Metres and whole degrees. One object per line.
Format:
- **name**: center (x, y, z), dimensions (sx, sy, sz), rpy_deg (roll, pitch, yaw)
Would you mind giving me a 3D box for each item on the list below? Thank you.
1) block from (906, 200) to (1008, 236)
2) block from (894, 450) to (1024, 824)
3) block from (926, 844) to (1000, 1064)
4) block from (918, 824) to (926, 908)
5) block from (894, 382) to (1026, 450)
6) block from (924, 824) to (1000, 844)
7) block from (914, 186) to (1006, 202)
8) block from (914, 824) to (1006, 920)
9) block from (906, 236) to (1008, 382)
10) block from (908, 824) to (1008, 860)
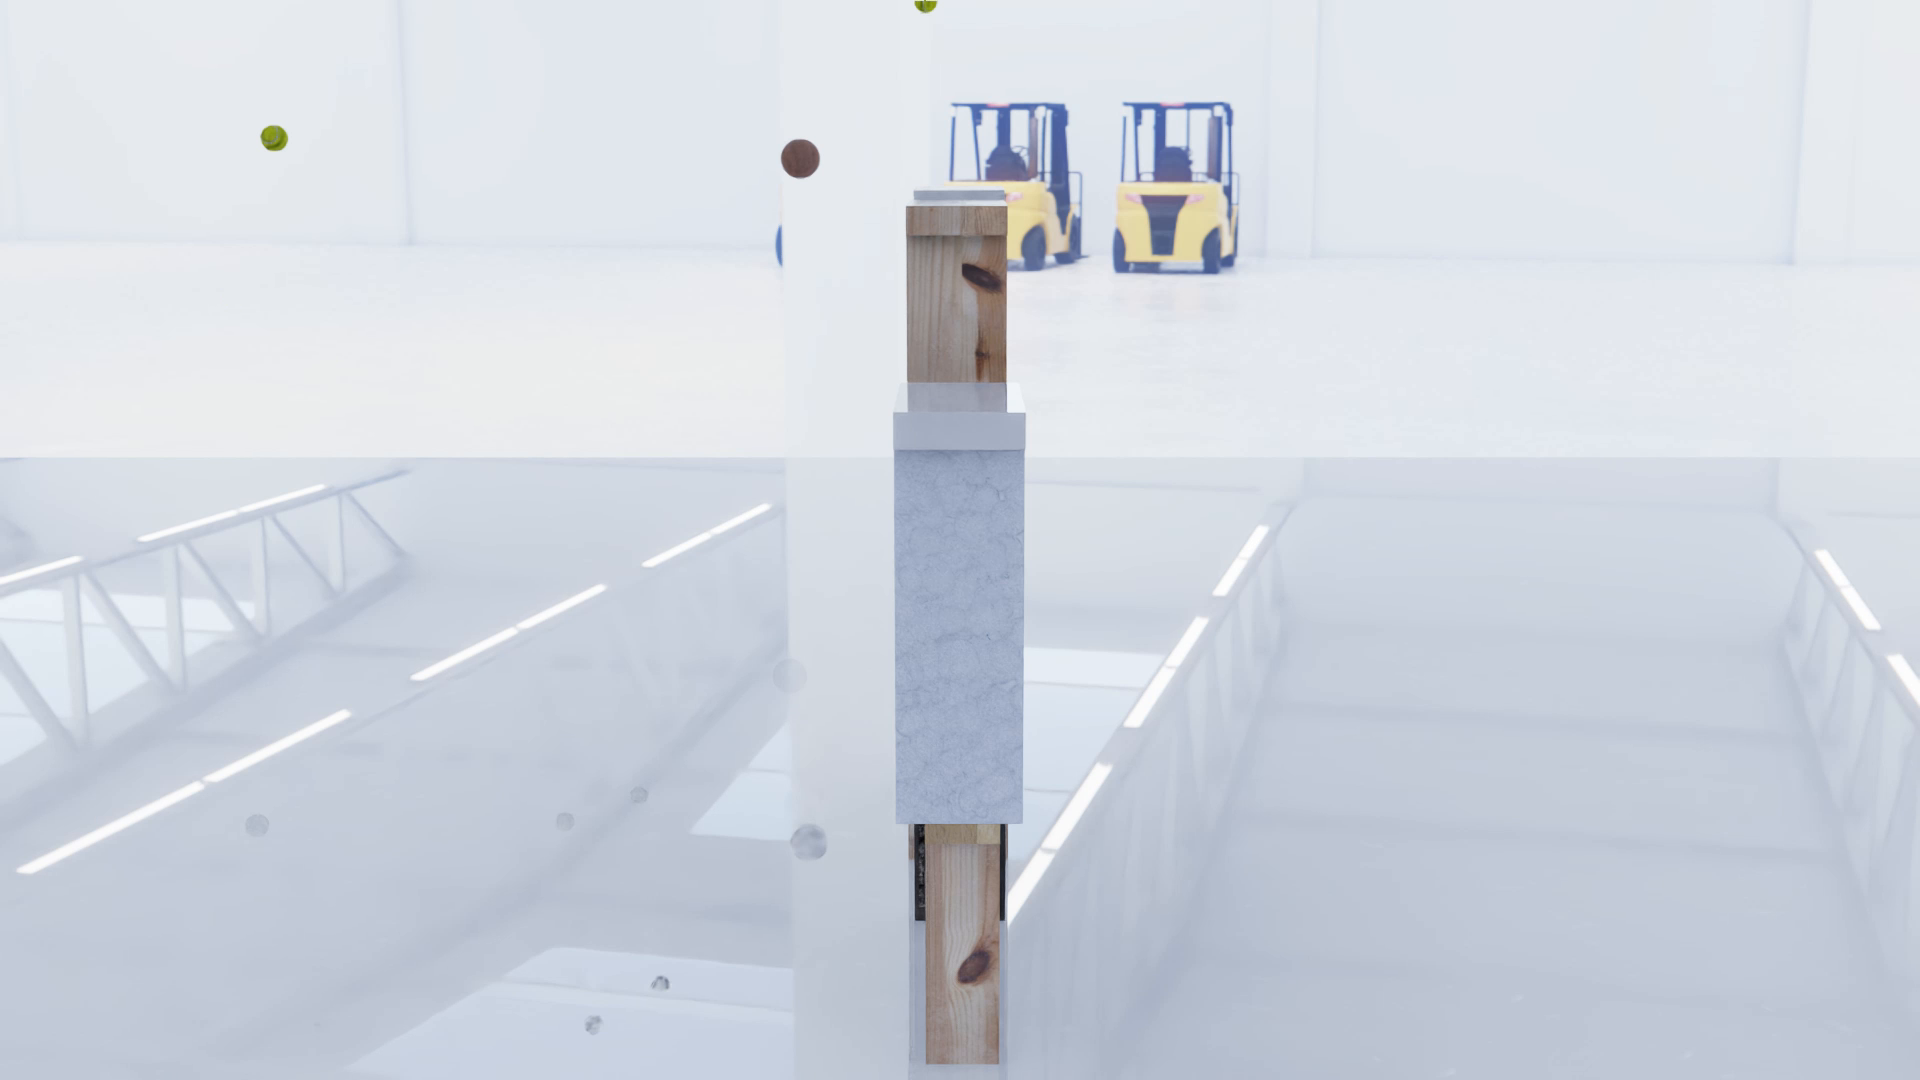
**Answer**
- **block**: center (-0.005, -0.493, 3.353), dimensions (0.149, 0.042, 0.298), rpy_deg (0, 11, 0)
- **block**: center (-0.001, 0.123, 2.890), dimensions (0.168, 0.505, 0.048), rpy_deg (0, 11, 0)
- **block**: center (0.003, 0.555, 2.982), dimensions (0.100, 0.320, 0.028), rpy_deg (0, 11, 0)
- **block**: center (-0.001, 0.363, 3.161), dimensions (0.117, 0.335, 0.033), rpy_deg (0, 11, 0)
- **block**: center (-0.001, -0.169, 2.950), dimensions (0.168, 0.048, 0.337), rpy_deg (0, 11, 0)
- **block**: center (0.003, 0.371, 3.016), dimensions (0.100, 0.028, 0.200), rpy_deg (0, 11, 0)
- **block**: center (-0.001, -0.591, 3.826), dimensions (0.153, 0.043, 0.307), rpy_deg (0, 11, 0)
- **block**: center (0.000, 0.466, 3.537), dimensions (0.146, 0.292, 0.041), rpy_deg (0, 11, 0)
- **block**: center (-0.005, -0.169, 3.312), dimensions (0.149, 0.580, 0.042), rpy_deg (0, 11, 0)
- **block**: center (-0.003, 0.383, 3.833), dimensions (0.174, 0.347, 0.049), rpy_deg (0, 11, 0)
